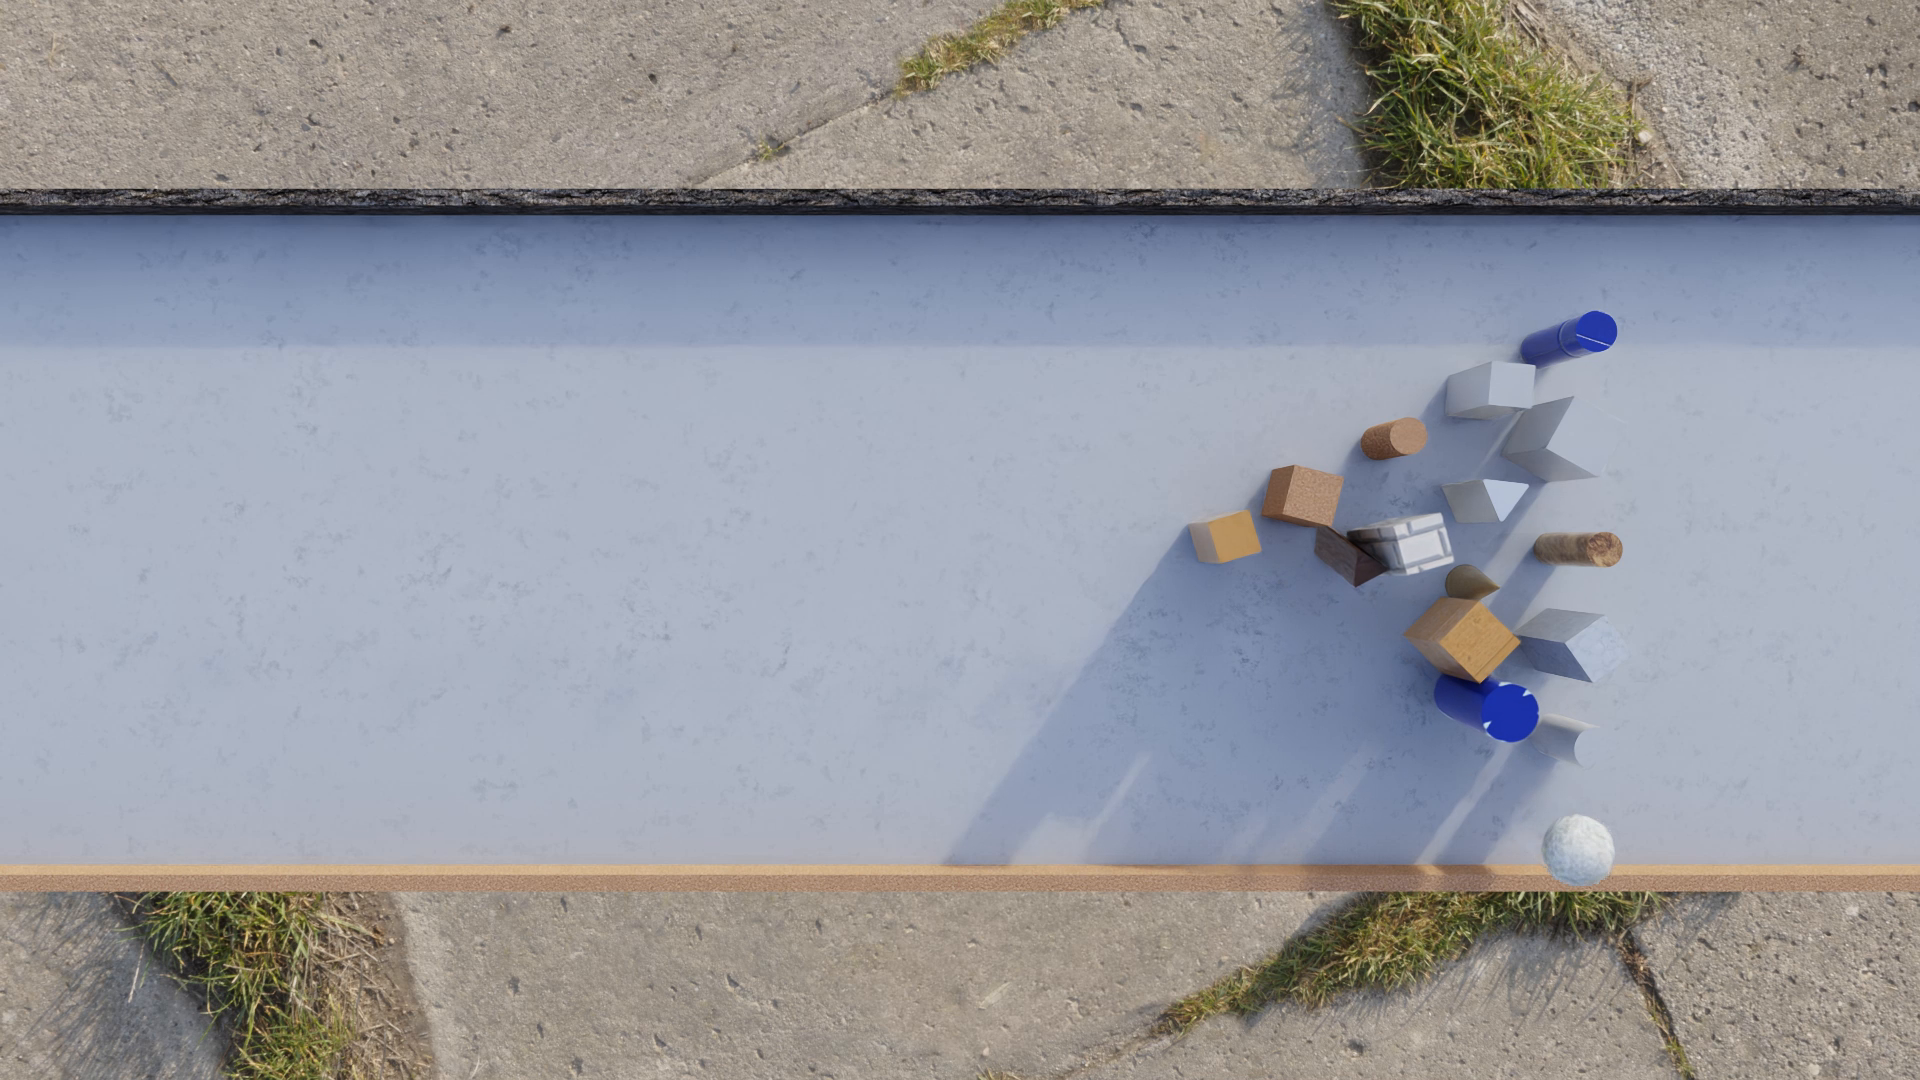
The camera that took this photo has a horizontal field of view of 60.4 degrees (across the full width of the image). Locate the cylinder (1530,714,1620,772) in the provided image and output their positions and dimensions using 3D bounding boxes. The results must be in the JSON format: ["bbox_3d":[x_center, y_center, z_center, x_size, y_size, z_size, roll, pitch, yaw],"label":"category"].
[{"bbox_3d":[1.821,0.599,4.896,0.130,0.361,0.130,0,90,0],"label":"cylinder"}]

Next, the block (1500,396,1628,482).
[{"bbox_3d":[1.778,-0.293,4.877,0.171,0.399,0.171,29,90,0],"label":"block"}]

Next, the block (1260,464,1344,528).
[{"bbox_3d":[1.015,-0.128,4.905,0.146,0.342,0.146,14,90,0],"label":"block"}]

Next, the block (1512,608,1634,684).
[{"bbox_3d":[1.791,0.305,4.849,0.138,0.455,0.138,-35,90,0],"label":"block"}]

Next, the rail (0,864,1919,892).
[{"bbox_3d":[-2.247,1.025,5.001,12.000,0.150,0.050,0,90,0],"label":"rail"}]

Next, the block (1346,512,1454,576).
[{"bbox_3d":[1.294,0.018,4.869,0.144,0.403,0.144,-16,90,-6],"label":"block"}]

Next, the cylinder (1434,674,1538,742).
[{"bbox_3d":[1.546,0.480,4.864,0.165,0.416,0.165,0,93,-2],"label":"cylinder"}]

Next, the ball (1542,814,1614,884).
[{"bbox_3d":[1.690,0.847,4.509,0.187,0.187,0.187,0,90,0],"label":"ball"}]

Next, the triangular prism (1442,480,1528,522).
[{"bbox_3d":[1.527,-0.137,4.873,0.111,0.407,0.128,37,90,0],"label":"triangular prism"}]

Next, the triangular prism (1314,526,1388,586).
[{"bbox_3d":[1.145,0.025,4.912,0.110,0.312,0.095,-28,110,-1],"label":"triangular prism"}]

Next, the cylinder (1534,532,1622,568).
[{"bbox_3d":[1.816,0.027,4.860,0.101,0.433,0.101,0,90,0],"label":"cylinder"}]

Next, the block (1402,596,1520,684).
[{"bbox_3d":[1.481,0.292,4.888,0.167,0.378,0.167,45,90,0],"label":"block"}]

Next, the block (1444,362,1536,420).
[{"bbox_3d":[1.560,-0.438,4.869,0.123,0.415,0.123,5,90,0],"label":"block"}]

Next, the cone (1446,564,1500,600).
[{"bbox_3d":[1.556,0.138,4.910,0.125,0.334,0.125,0,90,0],"label":"cone"}]

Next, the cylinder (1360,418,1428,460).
[{"bbox_3d":[1.287,-0.299,4.904,0.108,0.345,0.108,0,90,0],"label":"cylinder"}]

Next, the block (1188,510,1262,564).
[{"bbox_3d":[0.776,-0.010,4.869,0.123,0.416,0.123,-17,90,0],"label":"block"}]

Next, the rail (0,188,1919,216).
[{"bbox_3d":[-2.247,-1.025,5.002,12.000,0.150,0.050,0,90,0],"label":"rail"}]

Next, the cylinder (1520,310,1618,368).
[{"bbox_3d":[1.784,-0.584,4.848,0.116,0.456,0.116,0,90,0],"label":"cylinder"}]
